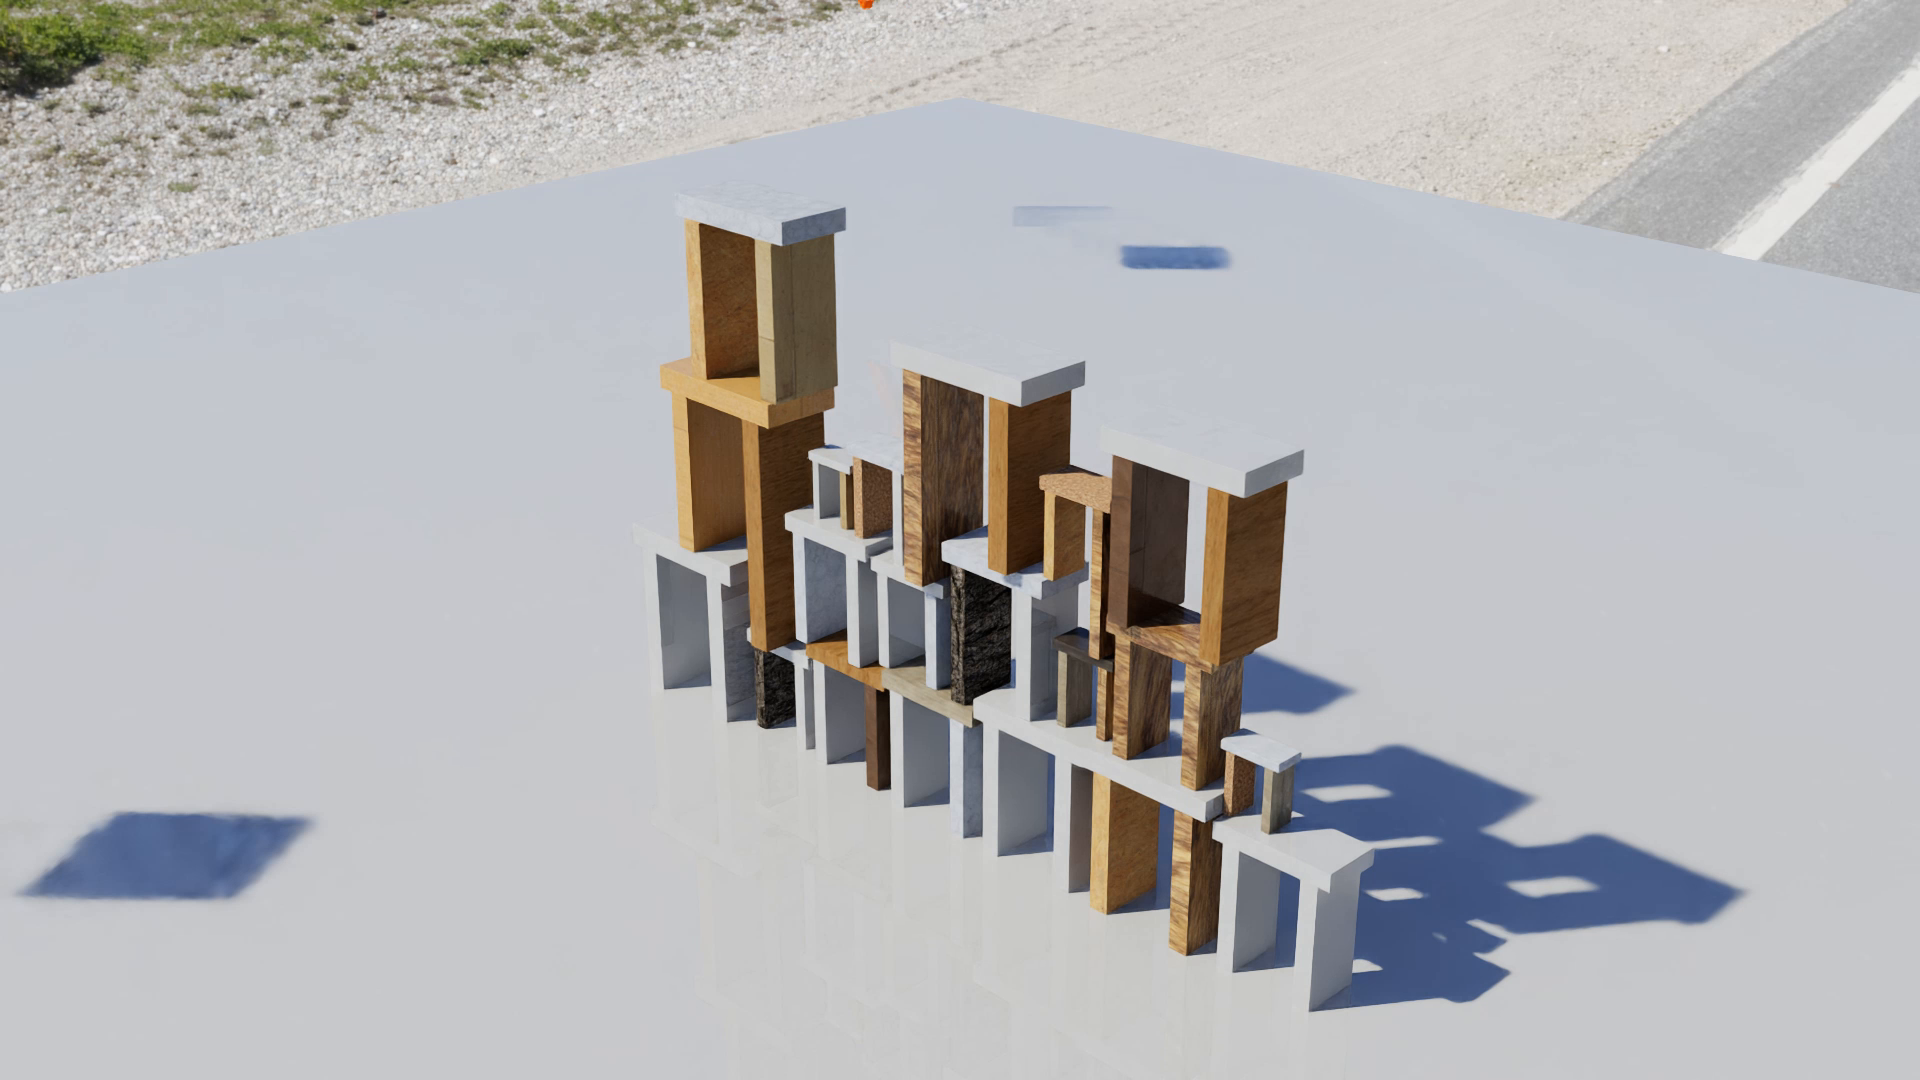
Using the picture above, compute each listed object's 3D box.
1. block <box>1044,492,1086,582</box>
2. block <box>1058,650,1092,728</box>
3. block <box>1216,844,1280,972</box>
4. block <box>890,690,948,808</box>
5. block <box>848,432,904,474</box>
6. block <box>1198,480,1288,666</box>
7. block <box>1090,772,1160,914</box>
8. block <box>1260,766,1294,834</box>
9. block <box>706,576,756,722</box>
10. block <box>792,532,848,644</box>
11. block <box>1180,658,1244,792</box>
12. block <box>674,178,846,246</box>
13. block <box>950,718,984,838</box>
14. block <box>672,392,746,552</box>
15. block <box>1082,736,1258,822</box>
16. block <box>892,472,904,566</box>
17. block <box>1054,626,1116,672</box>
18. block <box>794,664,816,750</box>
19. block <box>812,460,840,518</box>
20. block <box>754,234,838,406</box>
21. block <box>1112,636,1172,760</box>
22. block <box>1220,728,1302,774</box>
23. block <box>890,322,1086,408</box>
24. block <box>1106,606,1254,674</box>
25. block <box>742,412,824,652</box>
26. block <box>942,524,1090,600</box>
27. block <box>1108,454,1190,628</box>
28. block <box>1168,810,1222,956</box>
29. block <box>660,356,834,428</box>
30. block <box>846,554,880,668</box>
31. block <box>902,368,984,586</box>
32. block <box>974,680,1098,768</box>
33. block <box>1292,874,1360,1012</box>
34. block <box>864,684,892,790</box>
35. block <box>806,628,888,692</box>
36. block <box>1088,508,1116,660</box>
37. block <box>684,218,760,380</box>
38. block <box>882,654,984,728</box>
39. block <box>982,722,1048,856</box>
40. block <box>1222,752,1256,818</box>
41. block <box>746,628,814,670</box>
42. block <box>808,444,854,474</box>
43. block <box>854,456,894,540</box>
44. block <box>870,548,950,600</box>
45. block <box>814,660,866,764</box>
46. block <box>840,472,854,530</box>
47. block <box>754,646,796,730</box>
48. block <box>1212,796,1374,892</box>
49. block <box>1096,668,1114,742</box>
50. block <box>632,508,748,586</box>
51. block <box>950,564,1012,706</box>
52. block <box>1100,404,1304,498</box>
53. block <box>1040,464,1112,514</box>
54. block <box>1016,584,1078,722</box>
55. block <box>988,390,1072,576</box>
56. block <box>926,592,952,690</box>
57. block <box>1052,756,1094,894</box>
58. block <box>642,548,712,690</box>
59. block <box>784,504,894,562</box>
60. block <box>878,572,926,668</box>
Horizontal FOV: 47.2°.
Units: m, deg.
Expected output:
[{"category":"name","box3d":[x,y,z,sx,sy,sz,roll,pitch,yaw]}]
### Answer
[{"category":"block","box3d":[0.191,-0.018,4.005,0.085,0.169,0.024,-21,31,-40]},{"category":"block","box3d":[0.215,0.268,4.109,0.021,0.154,0.073,21,31,41]},{"category":"block","box3d":[0.519,0.636,3.938,0.036,0.253,0.126,21,31,41]},{"category":"block","box3d":[-0.082,0.405,4.478,0.036,0.256,0.128,21,31,41]},{"category":"block","box3d":[-0.131,-0.169,4.295,0.085,0.024,0.170,-21,31,-40]},{"category":"block","box3d":[0.479,0.042,3.717,0.157,0.314,0.044,-21,31,-40]},{"category":"block","box3d":[0.310,0.542,4.113,0.041,0.289,0.144,21,31,41]},{"category":"block","box3d":[0.552,0.442,3.818,0.018,0.126,0.063,21,31,41]},{"category":"block","box3d":[-0.468,0.216,4.823,0.048,0.336,0.168,21,31,41]},{"category":"block","box3d":[-0.287,0.083,4.564,0.121,0.241,0.034,-21,31,-41]},{"category":"block","box3d":[0.445,0.311,3.876,0.034,0.239,0.120,21,31,41]},{"category":"block","box3d":[-0.400,-0.655,4.385,0.166,0.047,0.331,-21,31,-40]},{"category":"block","box3d":[0.038,0.452,4.367,0.036,0.256,0.128,21,31,41]},{"category":"block","box3d":[-0.525,-0.166,4.720,0.050,0.353,0.176,21,31,41]},{"category":"block","box3d":[0.378,0.417,3.986,0.289,0.041,0.144,21,31,41]},{"category":"block","box3d":[-0.092,-0.053,4.300,0.024,0.193,0.085,21,31,41]},{"category":"block","box3d":[0.250,0.201,4.043,0.146,0.021,0.073,21,31,41]},{"category":"block","box3d":[-0.304,0.340,4.705,0.099,0.199,0.028,-21,31,-41]},{"category":"block","box3d":[-0.269,-0.109,4.465,0.061,0.122,0.017,-21,31,-41]},{"category":"block","box3d":[-0.325,-0.450,4.385,0.047,0.331,0.166,21,31,41]},{"category":"block","box3d":[0.331,0.268,3.979,0.120,0.239,0.034,-21,31,-41]},{"category":"block","box3d":[0.523,0.364,3.817,0.126,0.018,0.063,21,31,41]},{"category":"block","box3d":[0.049,-0.325,4.028,0.167,0.047,0.335,-21,31,-41]},{"category":"block","box3d":[0.387,0.164,3.874,0.120,0.034,0.239,-21,31,-41]},{"category":"block","box3d":[-0.362,-0.029,4.596,0.176,0.509,0.050,-21,31,-40]},{"category":"block","box3d":[0.103,0.039,4.134,0.259,0.037,0.130,21,31,41]},{"category":"block","box3d":[0.332,-0.017,3.854,0.157,0.314,0.044,-21,31,-41]},{"category":"block","box3d":[0.446,0.595,3.988,0.041,0.289,0.144,21,31,41]},{"category":"block","box3d":[-0.444,-0.319,4.564,0.176,0.050,0.353,-21,31,-40]},{"category":"block","box3d":[-0.173,0.128,4.459,0.121,0.241,0.034,-21,31,-41]},{"category":"block","box3d":[-0.030,-0.137,4.195,0.047,0.429,0.167,21,31,40]},{"category":"block","box3d":[0.175,0.343,4.180,0.282,0.040,0.141,21,31,41]},{"category":"block","box3d":[0.638,0.683,3.828,0.036,0.253,0.126,21,31,41]},{"category":"block","box3d":[-0.140,0.388,4.542,0.034,0.237,0.118,21,31,41]},{"category":"block","box3d":[-0.196,0.242,4.541,0.118,0.034,0.237,-21,31,-41]},{"category":"block","box3d":[0.273,0.069,3.957,0.024,0.290,0.085,21,31,41]},{"category":"block","box3d":[-0.479,-0.512,4.530,0.166,0.331,0.047,-21,31,-40]},{"category":"block","box3d":[-0.022,0.295,4.366,0.256,0.036,0.128,21,31,41]},{"category":"block","box3d":[0.109,0.465,4.304,0.040,0.282,0.141,21,31,41]},{"category":"block","box3d":[0.493,0.419,3.873,0.018,0.126,0.063,21,31,41]},{"category":"block","box3d":[-0.353,0.218,4.702,0.099,0.028,0.199,-21,31,-40]},{"category":"block","box3d":[-0.240,-0.162,4.411,0.061,0.017,0.122,-21,31,-41]},{"category":"block","box3d":[-0.171,-0.095,4.370,0.024,0.170,0.085,21,31,41]},{"category":"block","box3d":[-0.069,0.059,4.319,0.202,0.029,0.101,21,31,40]},{"category":"block","box3d":[-0.251,0.345,4.645,0.034,0.237,0.118,21,31,41]},{"category":"block","box3d":[-0.212,-0.087,4.412,0.017,0.122,0.061,21,31,41]},{"category":"block","box3d":[-0.398,0.303,4.791,0.099,0.199,0.028,-21,31,-41]},{"category":"block","box3d":[0.579,0.527,3.826,0.253,0.036,0.126,21,31,41]},{"category":"block","box3d":[0.284,0.291,4.044,0.021,0.146,0.073,21,31,40]},{"category":"block","box3d":[-0.547,0.008,4.821,0.336,0.048,0.168,21,31,41]},{"category":"block","box3d":[0.042,0.165,4.254,0.037,0.289,0.130,21,31,41]},{"category":"block","box3d":[0.407,-0.153,3.716,0.157,0.044,0.314,-21,31,-40]},{"category":"block","box3d":[0.233,-0.092,3.932,0.085,0.024,0.169,-21,31,-40]},{"category":"block","box3d":[0.164,0.199,4.135,0.130,0.259,0.037,-21,31,-41]},{"category":"block","box3d":[0.127,-0.118,4.030,0.047,0.335,0.167,21,31,41]},{"category":"block","box3d":[-0.021,0.184,4.320,0.029,0.203,0.101,21,31,41]},{"category":"block","box3d":[0.242,0.517,4.182,0.040,0.282,0.141,21,31,41]},{"category":"block","box3d":[-0.626,0.154,4.968,0.048,0.336,0.168,21,31,41]},{"category":"block","box3d":[-0.230,-0.021,4.458,0.241,0.034,0.121,21,31,41]},{"category":"block","box3d":[-0.117,0.147,4.408,0.101,0.202,0.029,-21,30,-41]}]
